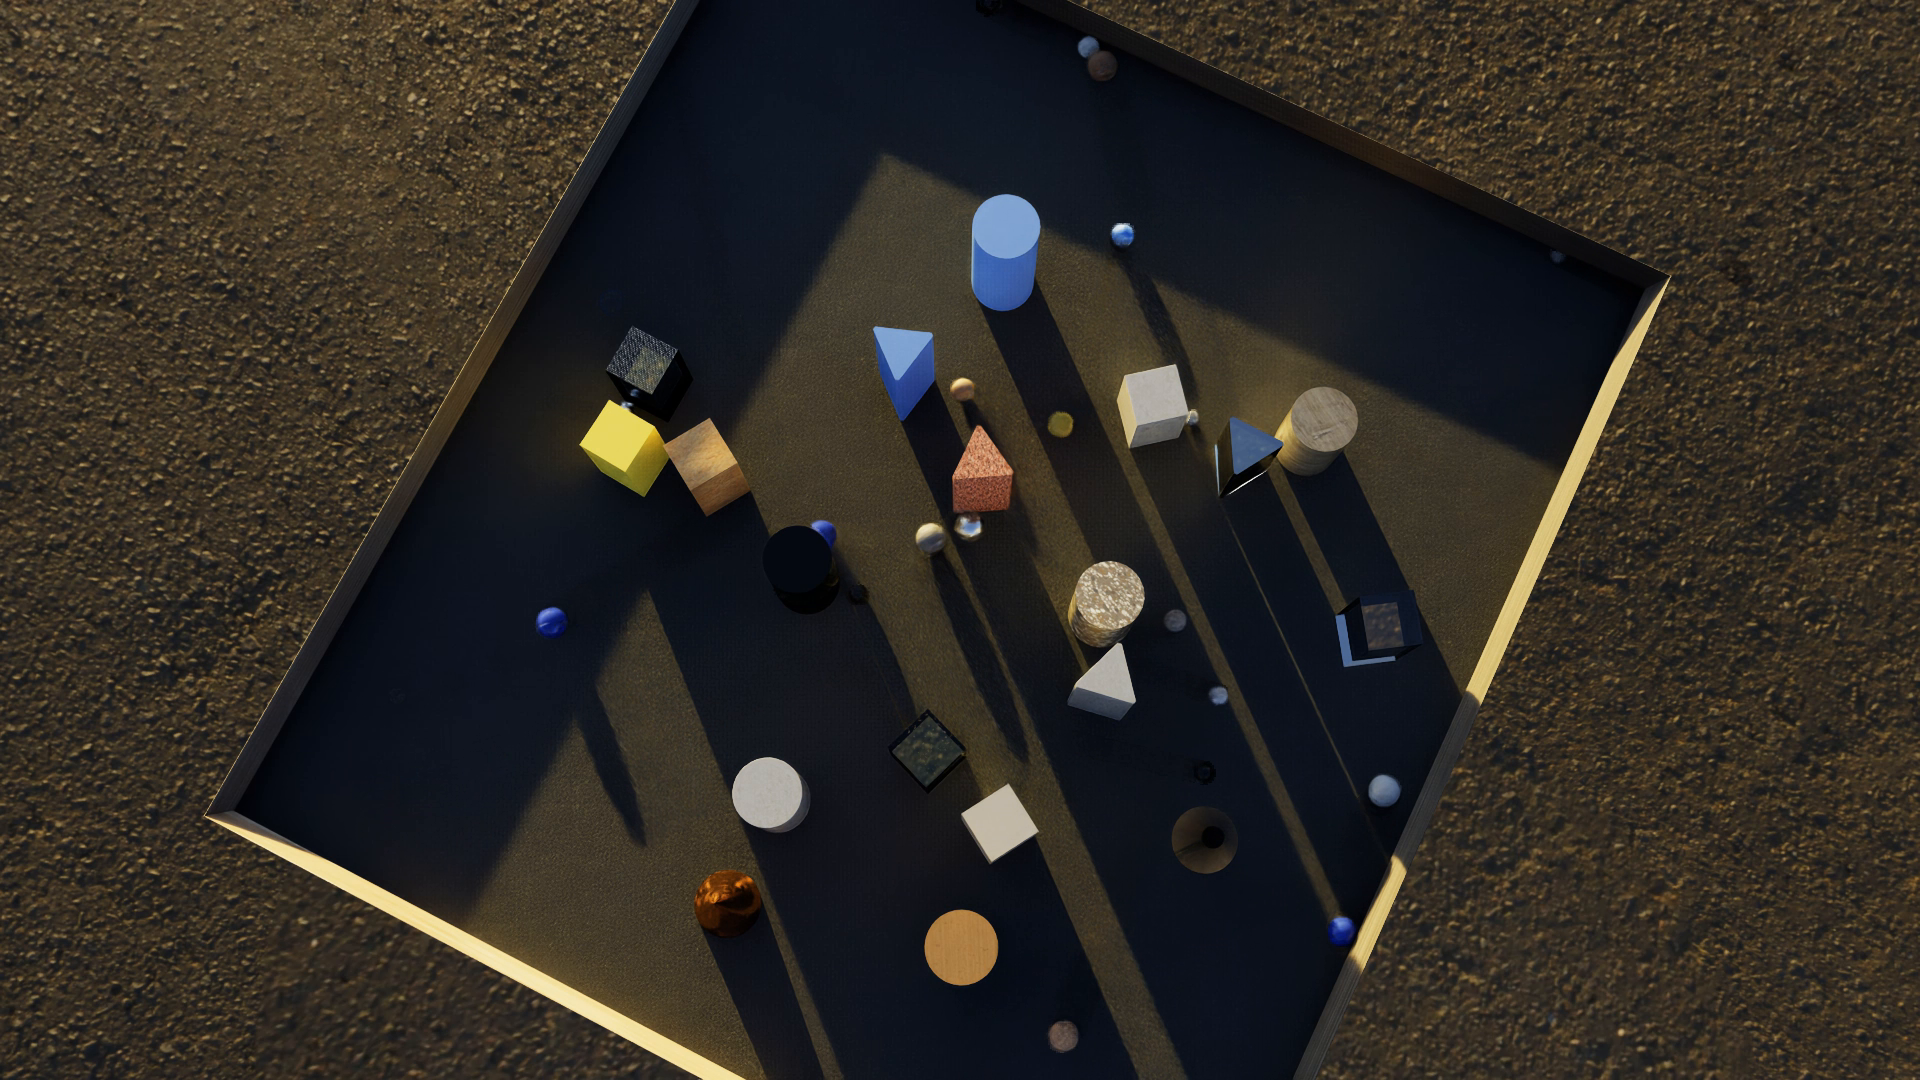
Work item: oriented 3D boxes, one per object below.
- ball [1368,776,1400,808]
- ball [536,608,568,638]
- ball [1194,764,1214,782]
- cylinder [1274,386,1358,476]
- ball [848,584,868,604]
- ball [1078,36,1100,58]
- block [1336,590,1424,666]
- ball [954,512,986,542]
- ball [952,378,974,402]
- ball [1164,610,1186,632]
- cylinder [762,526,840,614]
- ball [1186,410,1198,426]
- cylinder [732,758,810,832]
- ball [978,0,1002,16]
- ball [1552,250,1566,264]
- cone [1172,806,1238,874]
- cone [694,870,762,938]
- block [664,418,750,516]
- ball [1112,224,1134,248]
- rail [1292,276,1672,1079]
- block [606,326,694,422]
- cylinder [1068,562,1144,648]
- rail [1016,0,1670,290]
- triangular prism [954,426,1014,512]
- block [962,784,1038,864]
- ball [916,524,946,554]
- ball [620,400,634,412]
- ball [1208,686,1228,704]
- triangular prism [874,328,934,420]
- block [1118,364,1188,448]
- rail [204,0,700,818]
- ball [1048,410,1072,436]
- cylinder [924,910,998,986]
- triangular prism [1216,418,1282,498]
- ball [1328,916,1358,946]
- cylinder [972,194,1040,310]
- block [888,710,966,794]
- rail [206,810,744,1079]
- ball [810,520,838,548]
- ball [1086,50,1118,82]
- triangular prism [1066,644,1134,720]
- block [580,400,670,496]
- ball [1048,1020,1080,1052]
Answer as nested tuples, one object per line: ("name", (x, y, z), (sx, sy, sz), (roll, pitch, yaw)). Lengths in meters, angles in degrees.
("ball", (1.253, 0.742, 5.415), (0.094, 0.094, 0.094), (0, 78, 0))
("ball", (-1.228, 0.248, 5.518), (0.092, 0.092, 0.092), (0, 78, 0))
("ball", (0.724, 0.691, 5.445), (0.057, 0.057, 0.057), (0, 78, 0))
("cylinder", (1.070, -0.325, 5.530), (0.197, 0.301, 0.197), (0, 78, 0))
("ball", (-0.308, 0.163, 5.552), (0.060, 0.060, 0.060), (0, 78, 0))
("ball", (0.414, -1.590, 5.910), (0.071, 0.071, 0.071), (0, 78, 0))
("block", (1.228, 0.262, 5.387), (0.158, 0.344, 0.158), (-7, 78, -1))
("ball", (0.030, -0.041, 5.577), (0.094, 0.094, 0.094), (0, 78, 0))
("ball", (0.010, -0.465, 5.676), (0.071, 0.071, 0.071), (0, 78, 0))
("ball", (0.649, 0.244, 5.532), (0.068, 0.068, 0.068), (0, 78, 0))
("cylinder", (-0.465, 0.092, 5.409), (0.197, 0.369, 0.197), (0, 78, 0))
("ball", (0.717, -0.378, 5.672), (0.044, 0.044, 0.044), (0, 78, 0))
("cylinder", (-0.543, 0.743, 5.310), (0.197, 0.299, 0.197), (0, 78, 0))
("ball", (0.096, -1.739, 5.937), (0.078, 0.078, 0.078), (0, 78, 0))
("ball", (1.887, -0.895, 5.779), (0.044, 0.044, 0.044), (0, 78, 0))
("cone", (0.726, 0.859, 5.287), (0.197, 0.297, 0.197), (0, 78, 0))
("cone", (-0.684, 1.040, 5.245), (0.197, 0.306, 0.197), (0, 78, 0))
("block", (-0.753, -0.213, 5.481), (0.158, 0.351, 0.158), (-31, 80, -6))
("ball", (0.513, -0.960, 5.778), (0.072, 0.072, 0.072), (0, 78, 0))
("rail", (1.406, 0.695, 5.406), (0.045, 0.128, 3.442), (26, 80, 5))
("block", (-0.939, -0.500, 5.562), (0.158, 0.309, 0.158), (28, 80, 5))
("cylinder", (0.427, 0.193, 5.397), (0.197, 0.351, 0.197), (0, 78, 0))
("rail", (0.759, -1.480, 5.856), (3.191, 0.128, 0.045), (26, 80, 5))
("triangular prism", (0.060, -0.209, 5.430), (0.171, 0.450, 0.148), (-5, 78, -1))
("block", (0.113, 0.824, 5.297), (0.158, 0.291, 0.158), (-32, 80, -6))
("ball", (-0.089, -0.004, 5.571), (0.092, 0.092, 0.092), (0, 78, 0))
("ball", (-1.032, -0.409, 5.677), (0.047, 0.047, 0.047), (0, 78, 0))
("ball", (0.773, 0.465, 5.492), (0.055, 0.055, 0.055), (0, 78, 0))
("triangular prism", (-0.189, -0.525, 5.501), (0.148, 0.440, 0.171), (36, 81, 7))
("block", (0.583, -0.403, 5.563), (0.158, 0.269, 0.158), (-12, 79, -3))
("rail", (-1.406, -0.682, 5.691), (0.045, 0.128, 3.442), (26, 80, 5))
("ball", (0.309, -0.359, 5.651), (0.079, 0.079, 0.079), (0, 78, 0))
("cylinder", (0.004, 1.138, 5.134), (0.197, 0.485, 0.197), (0, 78, 0))
("triangular prism", (0.834, -0.266, 5.510), (0.171, 0.317, 0.148), (-32, 80, -6))
("ball", (1.114, 1.139, 5.337), (0.085, 0.085, 0.085), (0, 78, 0))
("cylinder", (0.135, -0.865, 5.557), (0.197, 0.468, 0.197), (0, 78, 0))
("block", (-0.094, 0.619, 5.342), (0.158, 0.287, 0.158), (-43, 82, -8))
("rail", (-0.759, 1.493, 5.241), (3.191, 0.128, 0.045), (26, 80, 5))
("ball", (-0.418, -0.015, 5.574), (0.089, 0.089, 0.089), (0, 78, 0))
("ball", (0.455, -1.522, 5.881), (0.099, 0.099, 0.099), (0, 78, 0))
("triangular prism", (0.424, 0.402, 5.307), (0.171, 0.444, 0.148), (16, 79, 3))
("block", (-1.000, -0.271, 5.506), (0.158, 0.327, 0.158), (30, 80, 6))
("ball", (0.300, 1.427, 5.277), (0.087, 0.087, 0.087), (0, 78, 0))
